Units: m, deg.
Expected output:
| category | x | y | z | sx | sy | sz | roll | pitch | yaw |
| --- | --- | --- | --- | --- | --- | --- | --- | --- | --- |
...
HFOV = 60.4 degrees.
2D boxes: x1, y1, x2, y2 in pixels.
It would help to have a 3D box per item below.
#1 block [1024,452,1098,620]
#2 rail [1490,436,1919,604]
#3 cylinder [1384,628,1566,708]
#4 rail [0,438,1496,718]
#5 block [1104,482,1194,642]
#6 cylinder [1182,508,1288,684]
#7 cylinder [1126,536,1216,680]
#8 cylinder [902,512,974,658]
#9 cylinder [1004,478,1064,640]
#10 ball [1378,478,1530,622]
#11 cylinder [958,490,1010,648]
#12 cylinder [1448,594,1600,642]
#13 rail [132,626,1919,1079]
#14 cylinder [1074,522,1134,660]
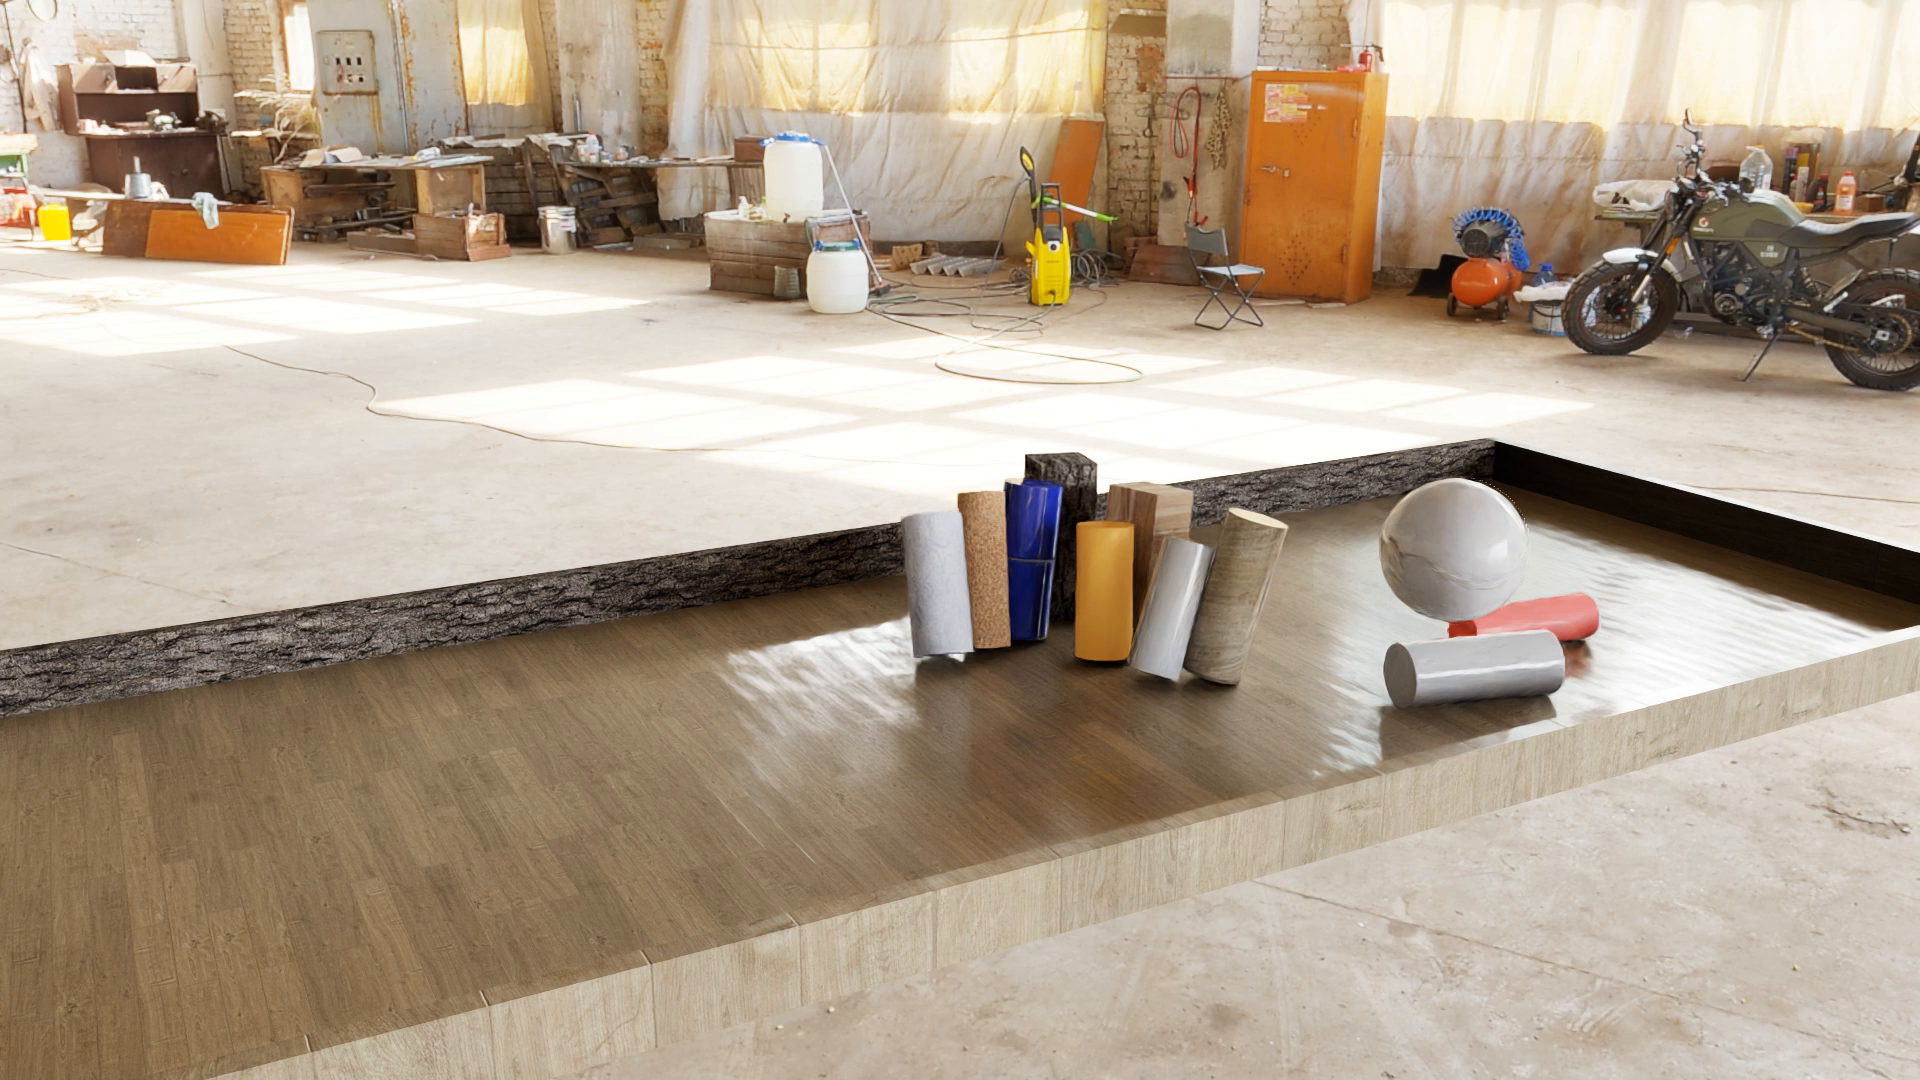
| category | x | y | z | sx | sy | sz | roll | pitch | yaw |
| --- | --- | --- | --- | --- | --- | --- | --- | --- | --- |
| block | 0.275 | -0.012 | 4.604 | 0.161 | 0.440 | 0.161 | -3 | 16 | -15 |
| rail | 2.466 | -0.048 | 5.253 | 0.050 | 0.150 | 2.100 | -9 | 18 | -27 |
| cylinder | 1.249 | 0.312 | 4.009 | 0.397 | 0.159 | 0.159 | -4 | 17 | -14 |
| rail | -3.305 | 0.497 | 3.399 | 12.000 | 0.150 | 0.050 | -9 | 18 | -27 |
| block | 0.485 | 0.063 | 4.380 | 0.160 | 0.411 | 0.160 | 15 | 14 | 41 |
| cylinder | 0.682 | 0.140 | 4.104 | 0.151 | 0.411 | 0.151 | 14 | 12 | -3 |
| cylinder | 0.527 | 0.170 | 4.129 | 0.135 | 0.339 | 0.135 | 16 | -2 | 0 |
| cylinder | -0.058 | 0.117 | 4.262 | 0.157 | 0.359 | 0.157 | -5 | -6 | -1 |
| cylinder | 0.177 | 0.050 | 4.421 | 0.160 | 0.412 | 0.160 | 5 | 10 | -1 |
| ball | 1.172 | 0.025 | 3.919 | 0.342 | 0.342 | 0.342 | 0 | 16 | 0 |
| cylinder | 0.063 | 0.078 | 4.336 | 0.125 | 0.406 | 0.125 | -2 | -2 | 0 |
| cylinder | 1.496 | 0.224 | 4.375 | 0.397 | 0.122 | 0.122 | -7 | 18 | -21 |
| rail | -2.336 | 1.006 | 1.665 | 12.000 | 0.150 | 0.050 | -9 | 18 | -27 |
| cylinder | 0.374 | 0.130 | 4.271 | 0.148 | 0.343 | 0.148 | 0 | 7 | 0 |
